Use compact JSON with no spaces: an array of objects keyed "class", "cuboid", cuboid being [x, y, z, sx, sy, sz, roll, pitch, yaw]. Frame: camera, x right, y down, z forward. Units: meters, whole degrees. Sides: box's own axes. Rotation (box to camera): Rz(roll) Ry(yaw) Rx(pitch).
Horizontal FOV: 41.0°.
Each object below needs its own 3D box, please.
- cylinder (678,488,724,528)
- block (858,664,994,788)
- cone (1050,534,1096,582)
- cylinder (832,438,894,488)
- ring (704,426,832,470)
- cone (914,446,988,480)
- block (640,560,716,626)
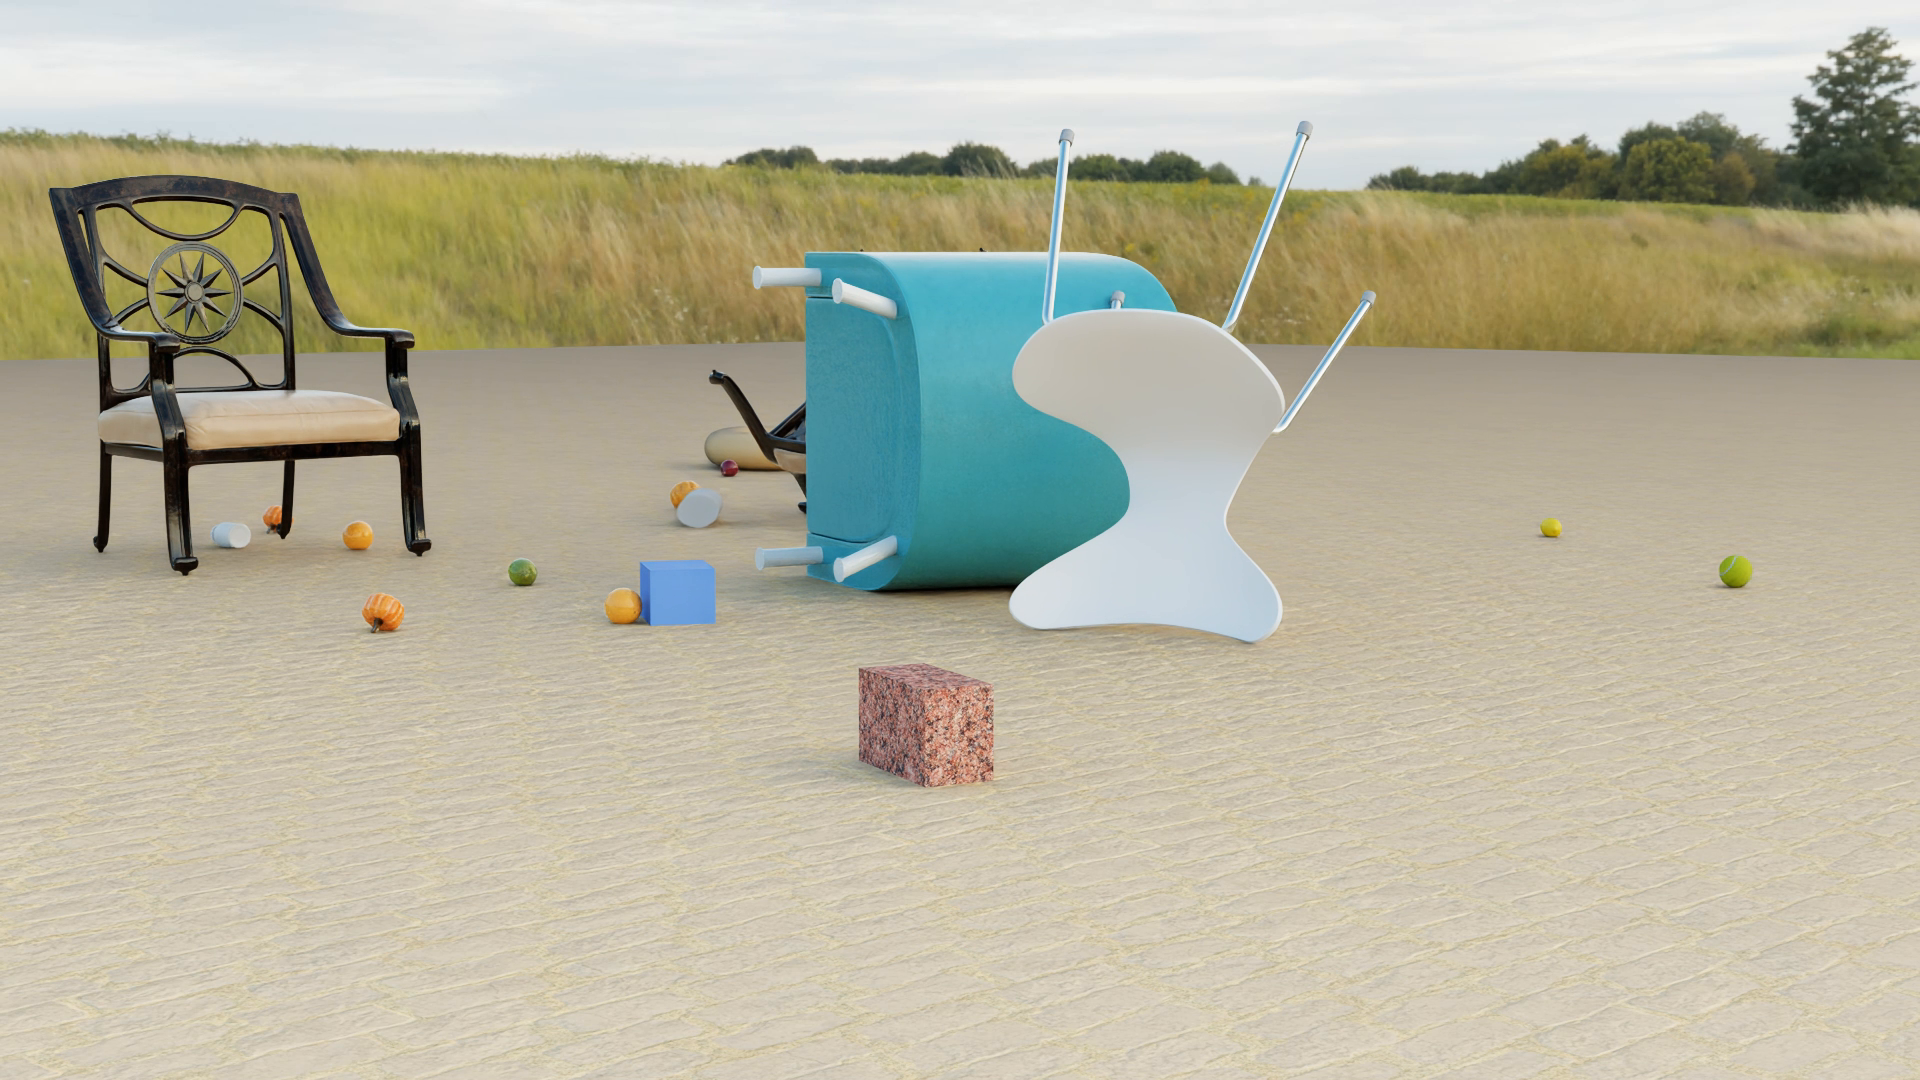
[{"class":"cylinder","cuboid":[-0.691,-0.086,6.834,0.109,0.085,0.219,-4,6,-2]},{"class":"block","cuboid":[-0.047,0.244,3.420,0.099,0.127,0.209,-3,7,-26]},{"class":"cone","cuboid":[0.272,0.060,5.607,0.100,0.095,0.164,-19,27,-10]},{"class":"cylinder","cuboid":[-0.299,-0.238,7.973,0.175,0.155,0.150,-1,-2,-9]},{"class":"ring","cuboid":[-0.662,-0.317,8.869,0.443,0.129,0.514,0,7,-11]},{"class":"cone","cuboid":[-0.043,-0.228,8.360,0.241,0.106,0.151,-12,18,16]},{"class":"block","cuboid":[-0.543,0.100,4.927,0.123,0.105,0.157,-1,6,-14]}]
